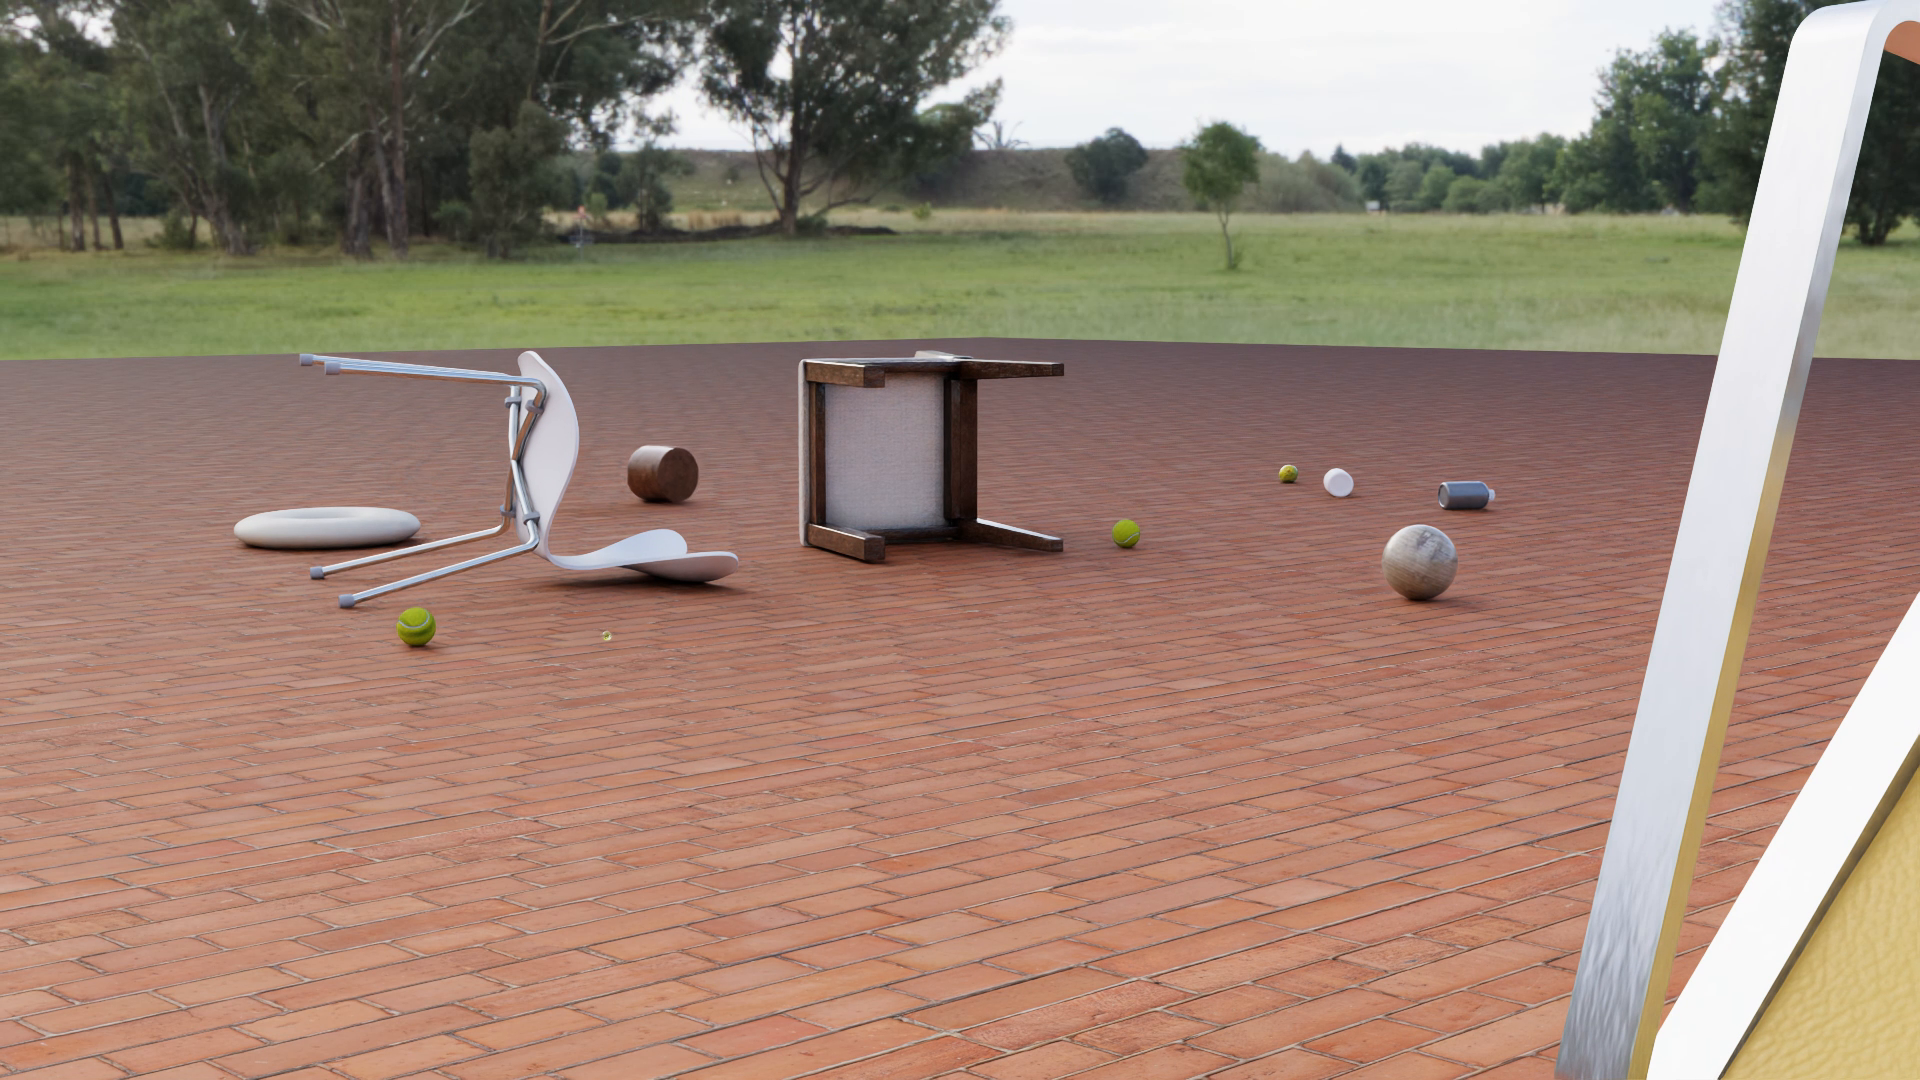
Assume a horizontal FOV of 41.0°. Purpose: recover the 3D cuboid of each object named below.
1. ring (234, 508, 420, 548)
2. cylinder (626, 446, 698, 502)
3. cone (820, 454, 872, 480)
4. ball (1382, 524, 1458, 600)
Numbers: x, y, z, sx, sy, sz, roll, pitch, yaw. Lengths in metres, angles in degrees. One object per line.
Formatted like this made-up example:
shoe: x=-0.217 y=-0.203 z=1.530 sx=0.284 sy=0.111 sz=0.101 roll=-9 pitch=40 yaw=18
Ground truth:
ring: x=-1.565 y=-0.030 z=6.352 sx=0.451 sy=0.073 sz=0.417 roll=-3 pitch=7 yaw=-22
cylinder: x=-0.871 y=-0.193 z=7.509 sx=0.132 sy=0.158 sz=0.162 roll=5 pitch=-18 yaw=40
cone: x=-0.354 y=-0.212 z=8.261 sx=0.169 sy=0.089 sz=0.128 roll=15 pitch=12 yaw=3
ball: x=0.936 y=0.046 z=5.221 sx=0.153 sy=0.153 sz=0.153 roll=0 pitch=6 yaw=0
